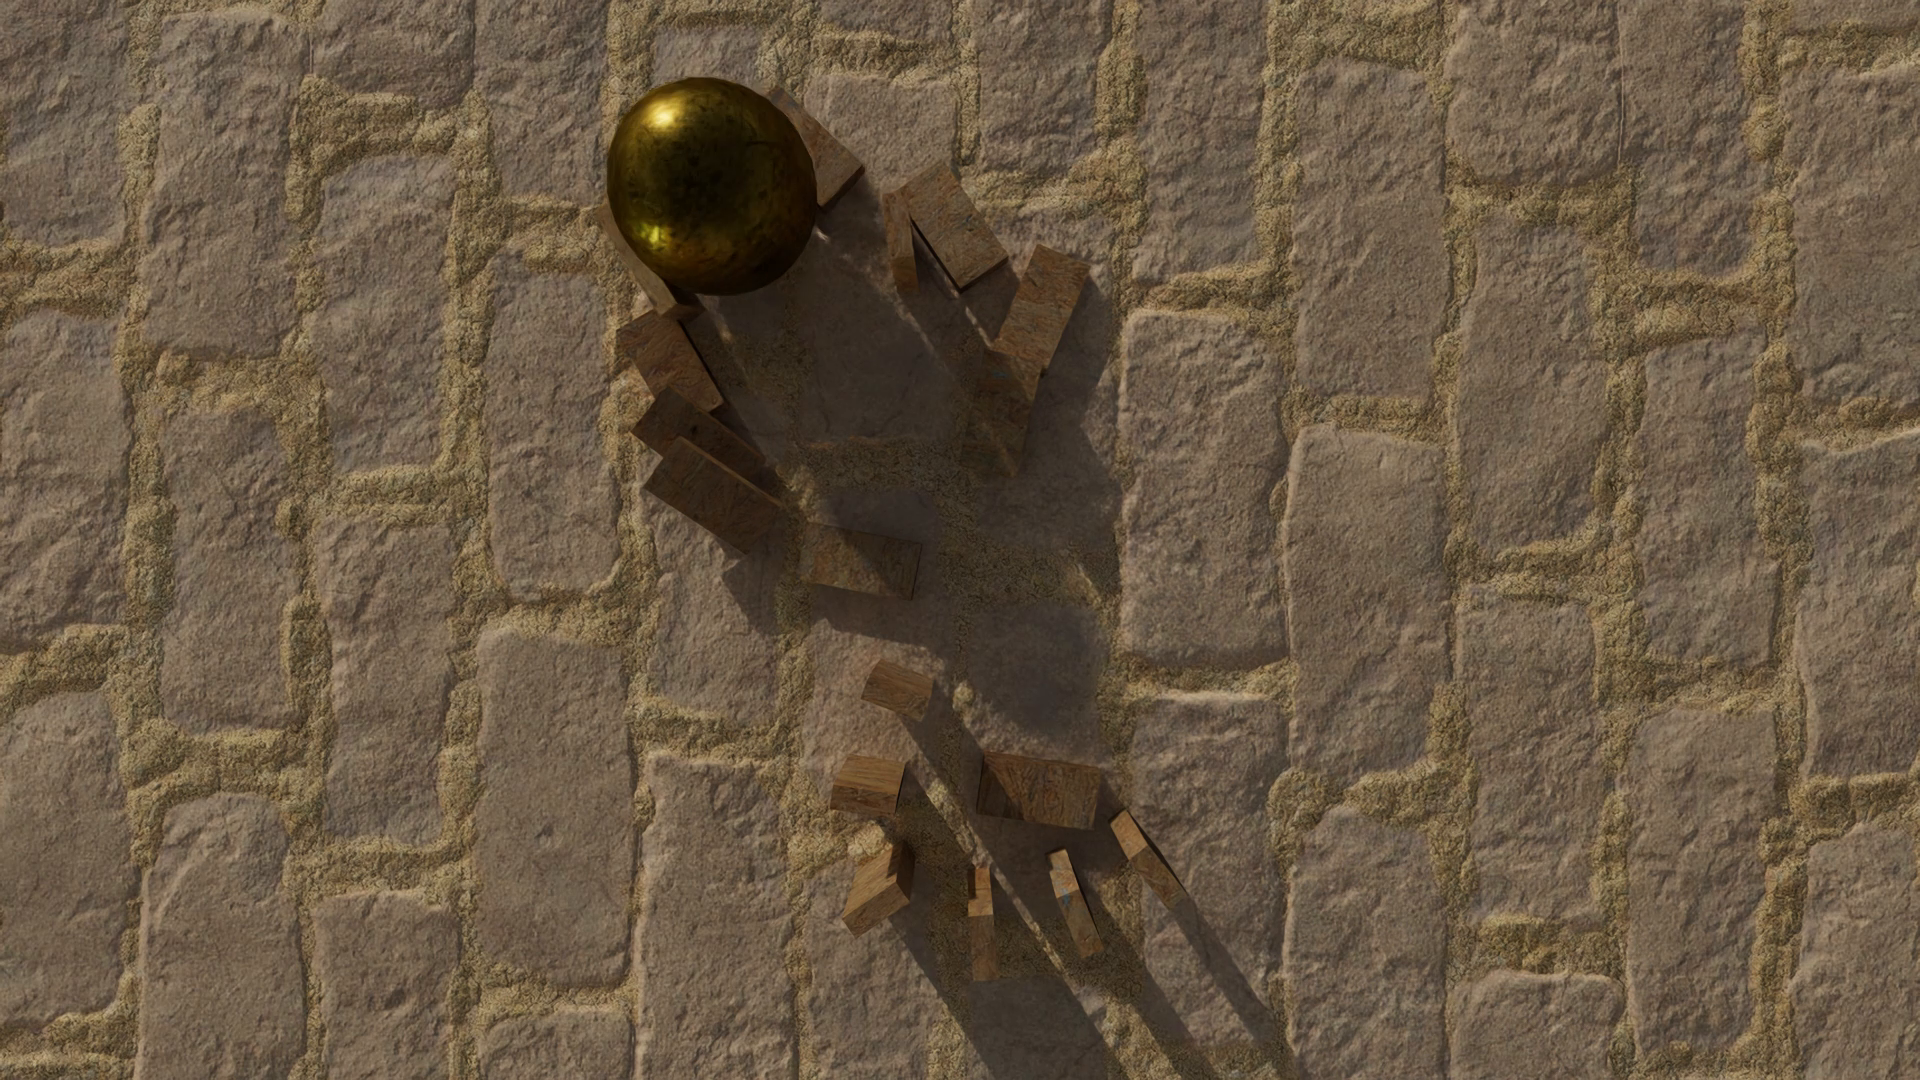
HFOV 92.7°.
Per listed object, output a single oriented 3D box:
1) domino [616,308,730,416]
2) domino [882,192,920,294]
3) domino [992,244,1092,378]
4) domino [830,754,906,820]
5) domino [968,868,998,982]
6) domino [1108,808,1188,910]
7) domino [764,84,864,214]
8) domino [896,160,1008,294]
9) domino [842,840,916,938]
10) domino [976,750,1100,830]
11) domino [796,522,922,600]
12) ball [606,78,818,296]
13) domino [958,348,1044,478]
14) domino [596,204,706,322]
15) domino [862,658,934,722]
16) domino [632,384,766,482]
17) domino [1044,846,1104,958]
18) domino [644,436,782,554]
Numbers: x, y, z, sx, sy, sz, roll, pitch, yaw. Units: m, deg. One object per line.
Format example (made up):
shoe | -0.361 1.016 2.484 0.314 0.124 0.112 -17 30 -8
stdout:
domino | -0.124 -0.074 0.395 0.025 0.010 0.050 -30 90 0
domino | -0.024 -0.120 0.375 0.009 0.050 0.025 -7 90 0
domino | 0.035 -0.099 0.395 0.025 0.010 0.050 23 90 0
domino | -0.037 0.100 0.375 0.025 0.050 0.009 9 90 0
domino | 0.009 0.156 0.375 0.010 0.050 0.025 -5 90 0
domino | 0.076 0.129 0.375 0.009 0.050 0.025 -39 90 0
domino | -0.068 -0.168 0.395 0.050 0.009 0.025 43 91 0
domino | -0.004 -0.135 0.395 0.025 0.010 0.050 -34 90 0
domino | -0.032 0.142 0.375 0.025 0.050 0.010 -34 90 0
domino | 0.034 0.108 0.395 0.050 0.010 0.025 8 90 0
domino | -0.043 0.009 0.395 0.050 0.009 0.025 11 90 0
ball | -0.096 -0.137 0.360 0.080 0.080 0.080 0 90 0
domino | 0.017 -0.054 0.390 0.025 0.009 0.050 13 101 2
domino | -0.130 -0.117 0.387 0.009 0.025 0.050 -32 90 13
domino | -0.025 0.061 0.375 0.025 0.050 0.010 21 90 0
domino | -0.110 -0.040 0.389 0.050 0.010 0.025 39 95 -14
domino | 0.046 0.147 0.375 0.009 0.050 0.025 -23 90 0
domino | -0.103 -0.019 0.384 0.050 0.009 0.025 35 96 -13
